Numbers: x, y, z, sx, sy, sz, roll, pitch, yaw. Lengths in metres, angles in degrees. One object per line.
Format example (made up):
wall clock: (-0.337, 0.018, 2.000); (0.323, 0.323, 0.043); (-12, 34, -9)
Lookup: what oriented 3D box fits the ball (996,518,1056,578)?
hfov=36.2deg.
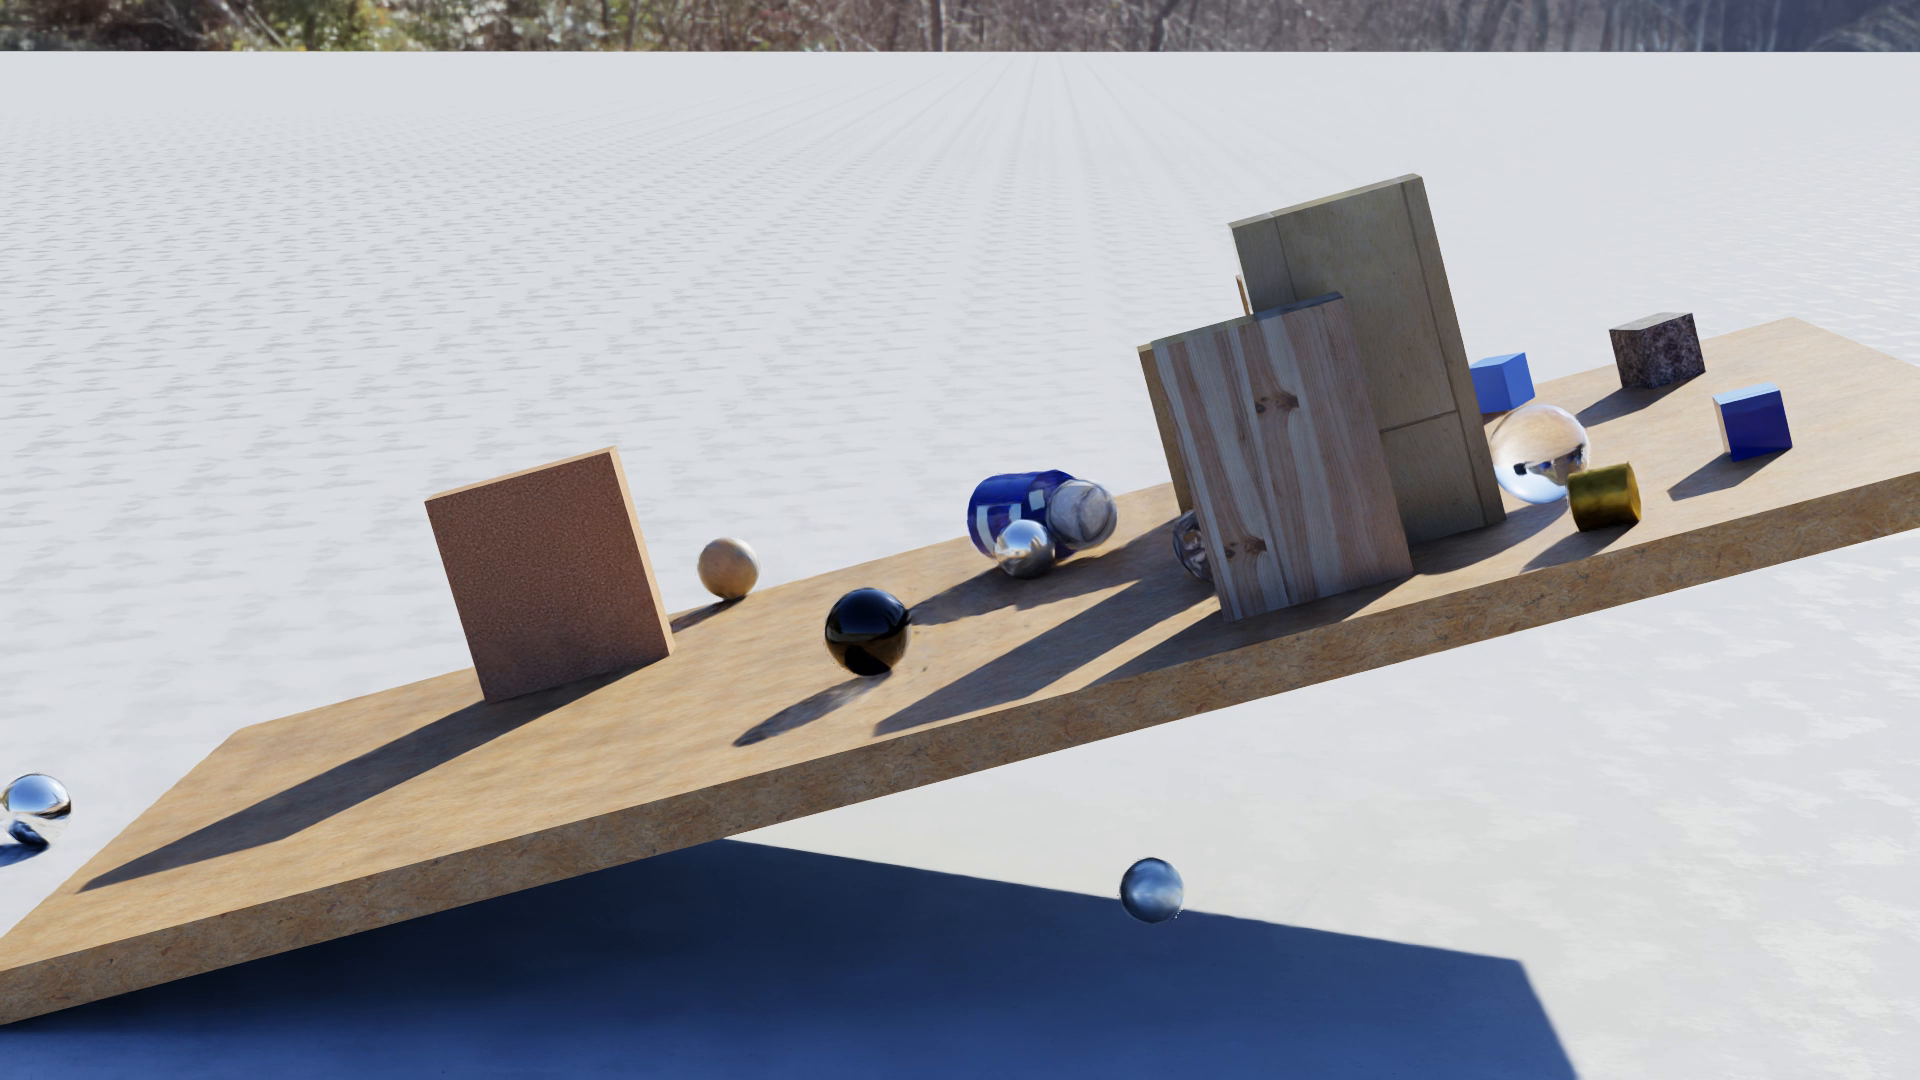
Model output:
ball: (0.145, 0.019, 6.509); (0.133, 0.133, 0.133); (0, 10, 0)

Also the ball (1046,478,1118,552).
ball: (0.272, -0.057, 6.573); (0.164, 0.164, 0.164); (0, 10, 0)

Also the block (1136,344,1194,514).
block: (0.574, -0.218, 6.195); (0.293, 0.460, 0.111); (-15, 9, 4)

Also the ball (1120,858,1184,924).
ball: (0.337, 0.615, 5.163); (0.114, 0.114, 0.114); (0, 10, 0)

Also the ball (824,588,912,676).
ball: (-0.185, 0.185, 5.939); (0.178, 0.178, 0.178); (0, 10, 0)

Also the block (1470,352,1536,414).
block: (1.284, -0.373, 7.014); (0.112, 0.112, 0.112); (-7, 13, 42)

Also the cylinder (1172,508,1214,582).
cylinder: (0.508, 0.007, 5.973); (0.137, 0.137, 0.137); (-1, 8, -4)

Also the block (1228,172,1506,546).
block: (0.798, -0.332, 5.780); (0.377, 0.691, 0.144); (-15, 9, 4)

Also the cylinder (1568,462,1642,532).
cylinder: (1.194, -0.079, 5.446); (0.109, 0.109, 0.109); (-12, 5, 22)

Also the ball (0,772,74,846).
ball: (-2.121, 0.617, 6.749); (0.165, 0.165, 0.165); (0, 10, 0)

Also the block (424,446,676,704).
block: (-0.949, 0.080, 6.827); (0.446, 0.494, 0.105); (-15, 9, 4)

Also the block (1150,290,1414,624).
block: (0.606, -0.157, 5.548); (0.366, 0.536, 0.141); (-15, 9, 4)

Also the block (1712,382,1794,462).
block: (1.546, -0.232, 5.741); (0.116, 0.116, 0.116); (-14, 9, 9)

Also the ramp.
ramp: (0.082, 0.190, 6.328); (4.000, 0.100, 2.000); (-15, 9, 4)

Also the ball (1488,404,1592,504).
ball: (1.140, -0.170, 5.788); (0.198, 0.198, 0.198); (0, 10, 0)

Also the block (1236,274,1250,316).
block: (0.919, -0.454, 6.995); (0.418, 0.465, 0.129); (-15, 9, 4)

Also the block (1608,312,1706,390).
block: (1.605, -0.437, 6.774); (0.141, 0.141, 0.141); (-18, 10, -15)

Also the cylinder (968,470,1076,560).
cylinder: (0.157, -0.054, 6.715); (0.201, 0.201, 0.201); (-8, 3, -37)

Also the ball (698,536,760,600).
ball: (-0.575, 0.069, 7.322); (0.157, 0.157, 0.157); (0, 10, 0)
